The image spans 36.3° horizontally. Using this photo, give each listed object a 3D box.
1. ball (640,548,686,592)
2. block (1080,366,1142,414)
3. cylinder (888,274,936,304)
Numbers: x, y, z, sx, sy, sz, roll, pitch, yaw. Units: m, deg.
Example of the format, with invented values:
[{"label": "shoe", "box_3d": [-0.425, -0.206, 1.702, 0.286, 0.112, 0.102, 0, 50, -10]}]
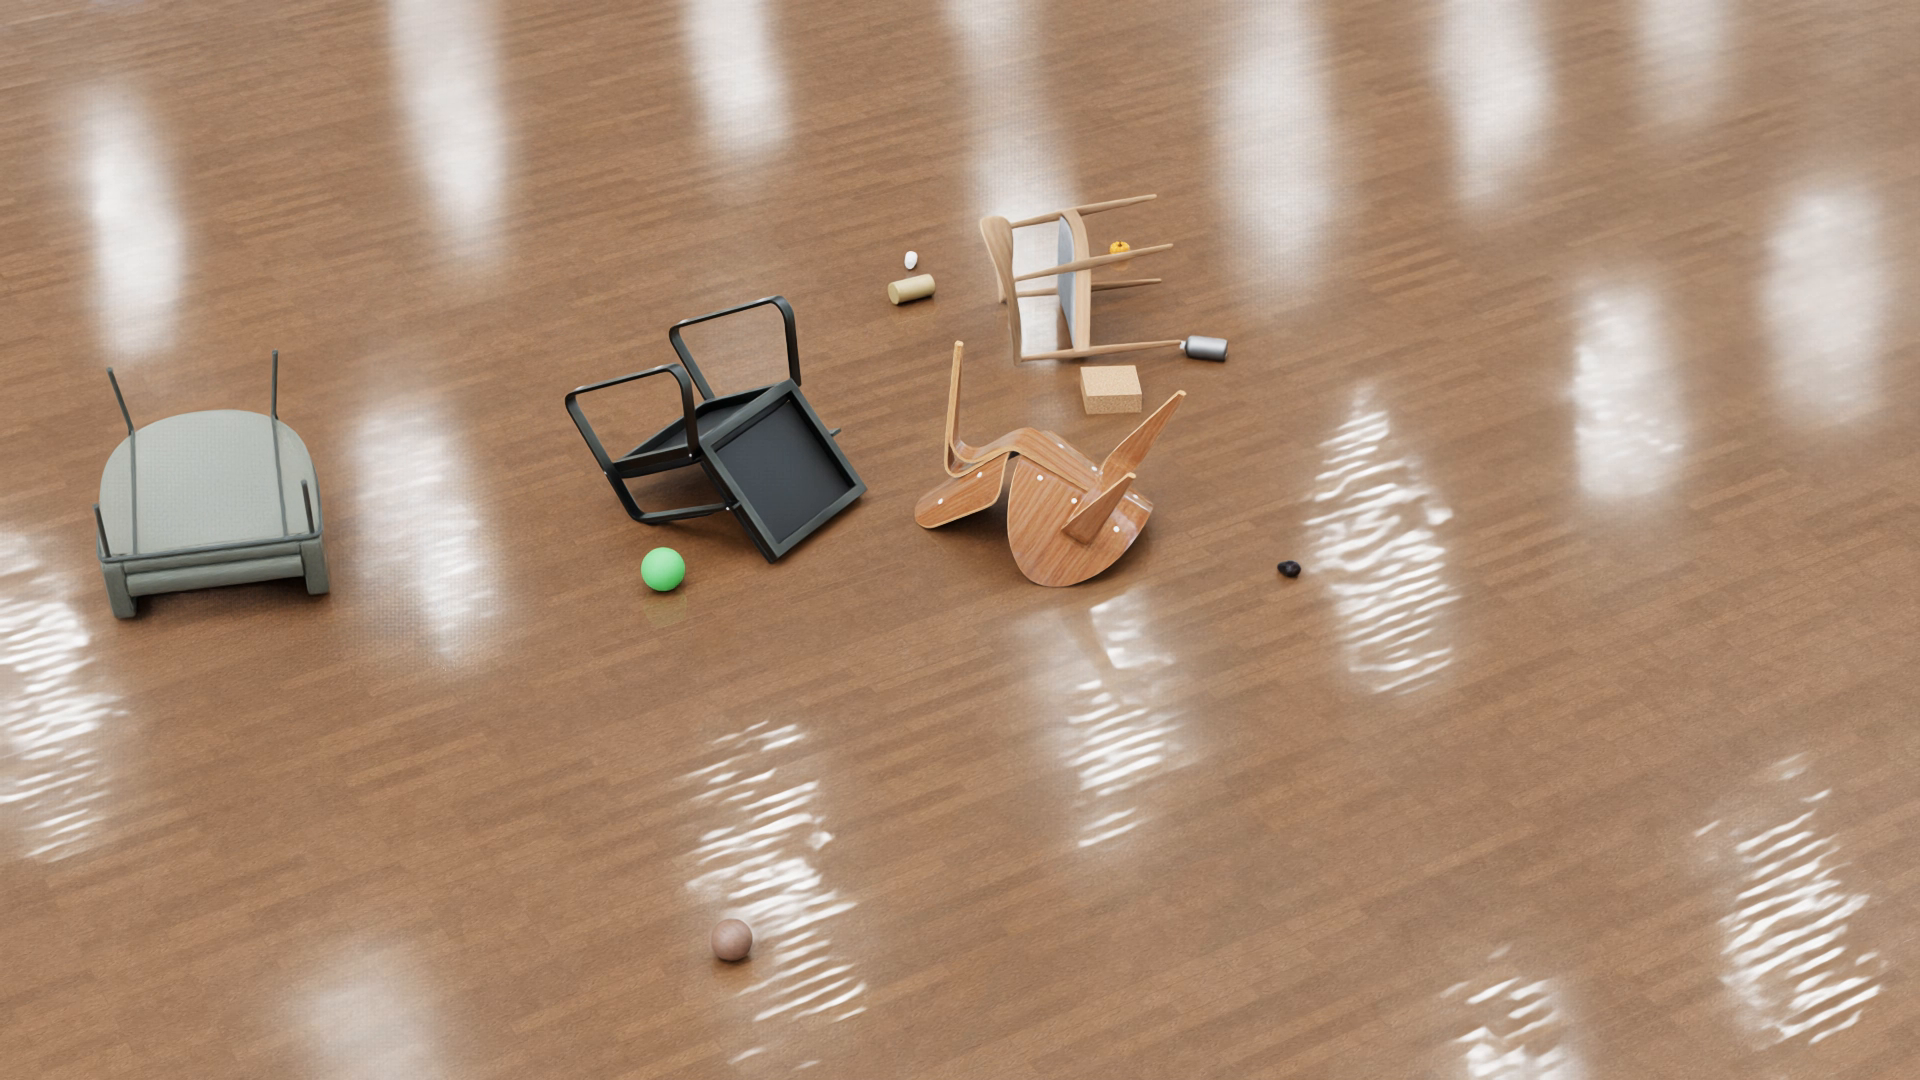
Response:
[{"label": "ball", "box_3d": [-1.077, 0.106, 10.638, 0.160, 0.160, 0.160, 0, 33, 0]}, {"label": "block", "box_3d": [0.606, -0.605, 11.785, 0.220, 0.084, 0.229, -2, 33, -3]}, {"label": "cylinder", "box_3d": [-0.206, -1.069, 12.481, 0.175, 0.093, 0.104, -16, 20, -23]}]
